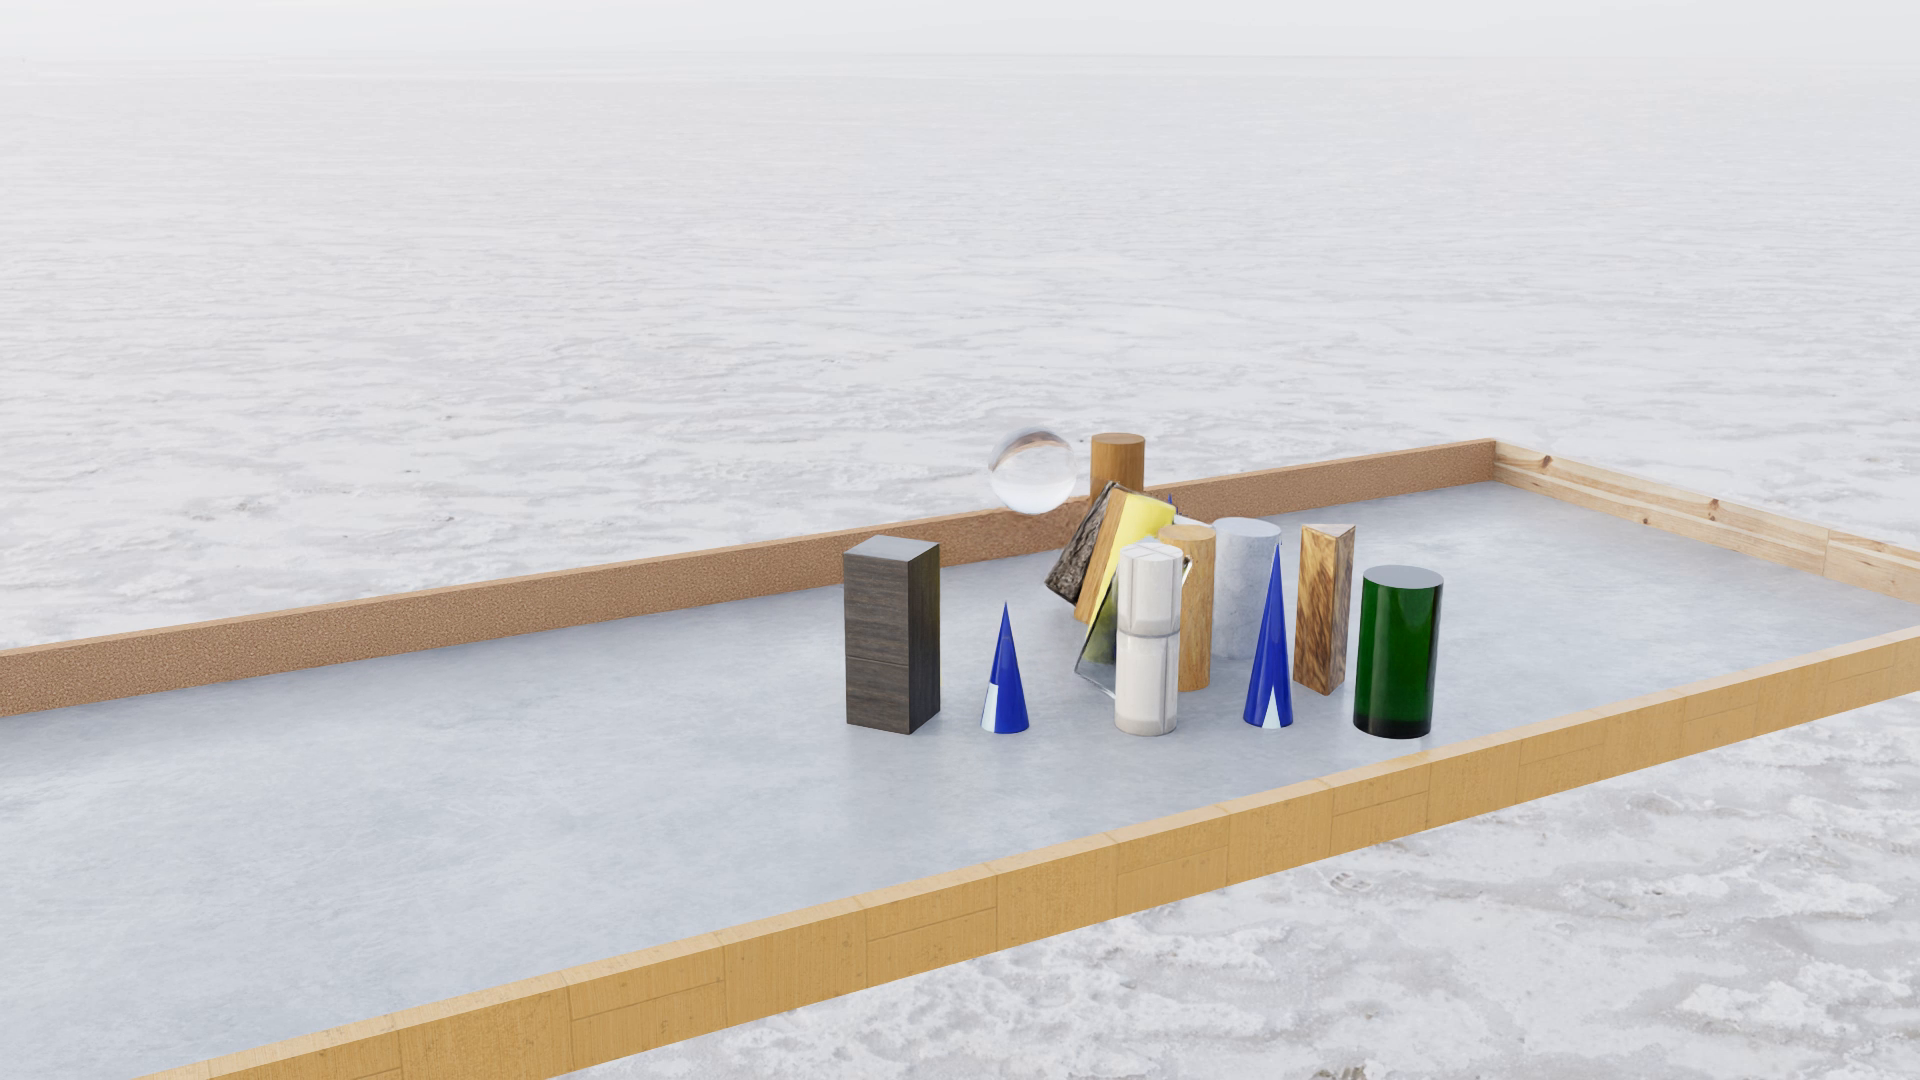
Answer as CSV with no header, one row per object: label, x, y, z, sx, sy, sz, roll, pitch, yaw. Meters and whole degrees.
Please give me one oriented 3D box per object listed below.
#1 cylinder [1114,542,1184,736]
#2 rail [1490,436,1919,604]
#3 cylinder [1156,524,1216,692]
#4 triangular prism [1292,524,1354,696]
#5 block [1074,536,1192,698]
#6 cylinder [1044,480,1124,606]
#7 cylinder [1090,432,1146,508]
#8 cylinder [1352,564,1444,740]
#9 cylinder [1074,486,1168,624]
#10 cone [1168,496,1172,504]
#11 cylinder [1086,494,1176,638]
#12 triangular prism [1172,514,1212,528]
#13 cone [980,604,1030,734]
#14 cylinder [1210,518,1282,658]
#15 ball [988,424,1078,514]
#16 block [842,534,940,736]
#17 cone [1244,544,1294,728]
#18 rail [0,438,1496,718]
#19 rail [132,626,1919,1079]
cylinder,0.436,0.231,3.817,0.145,0.425,0.145,0,16,0
rail,2.466,-0.048,5.253,0.050,0.150,2.100,-9,18,-27
cylinder,0.555,0.168,4.094,0.144,0.389,0.144,0,16,0
triangular prism,0.886,0.164,4.074,0.111,0.407,0.128,10,19,30
block,0.419,0.188,4.019,0.127,0.370,0.127,33,31,24
cylinder,0.393,0.022,4.625,0.164,0.342,0.164,32,-4,2
cylinder,0.455,-0.076,4.810,0.155,0.452,0.155,0,16,0
cylinder,1.015,0.259,3.828,0.180,0.365,0.180,0,16,0
cylinder,0.434,0.054,4.465,0.154,0.369,0.154,16,8,-2
cone,0.580,0.037,4.600,0.154,0.354,0.154,0,16,0
cylinder,0.448,0.087,4.322,0.132,0.394,0.132,15,9,-2
triangular prism,0.552,0.097,4.396,0.155,0.320,0.135,4,15,-37
cone,0.105,0.286,3.836,0.116,0.308,0.116,0,16,0
cylinder,0.733,0.124,4.325,0.176,0.331,0.176,4,17,-1
ball,0.210,-0.203,4.761,0.259,0.259,0.259,0,16,0
block,-0.157,0.220,3.862,0.165,0.420,0.165,8,18,24
cone,0.731,0.210,3.849,0.118,0.447,0.118,0,16,0
rail,-3.305,0.497,3.399,12.000,0.150,0.050,-9,18,-27
rail,-2.336,1.006,1.665,12.000,0.150,0.050,-9,18,-27
